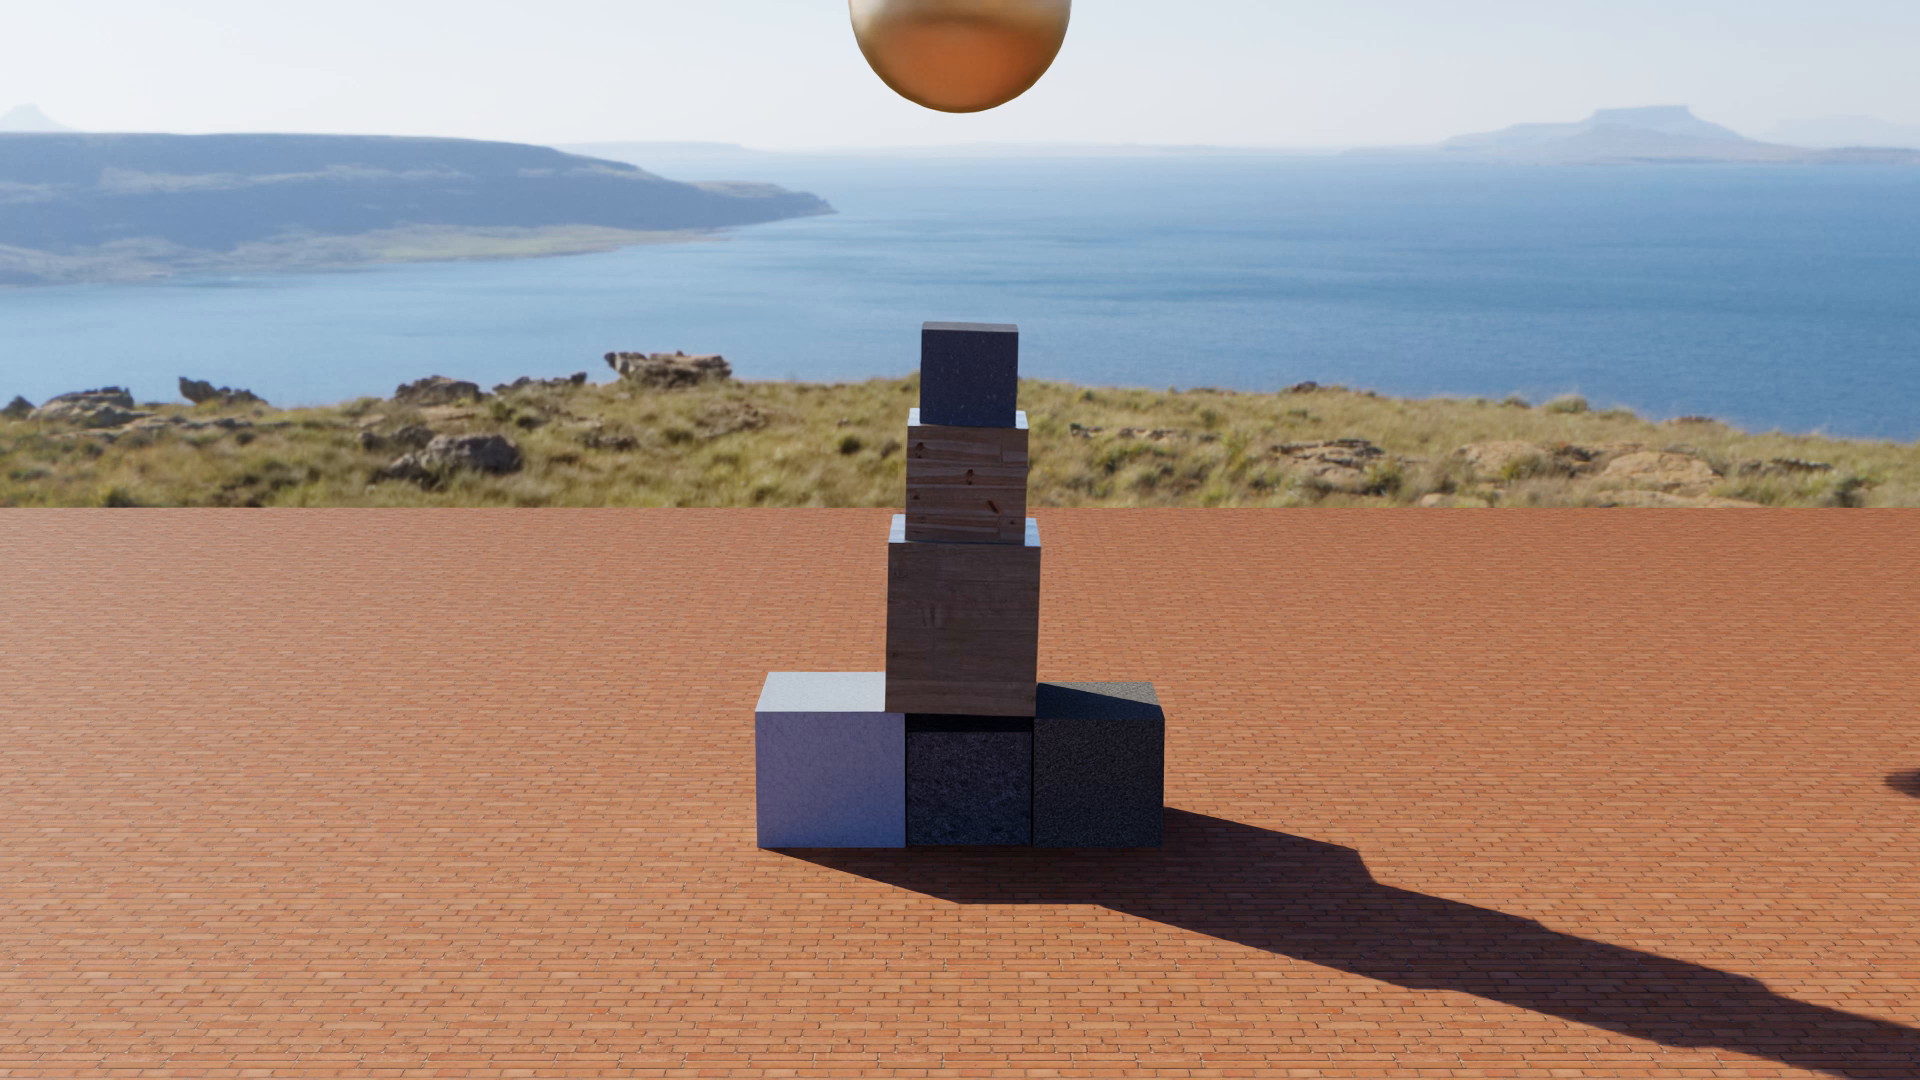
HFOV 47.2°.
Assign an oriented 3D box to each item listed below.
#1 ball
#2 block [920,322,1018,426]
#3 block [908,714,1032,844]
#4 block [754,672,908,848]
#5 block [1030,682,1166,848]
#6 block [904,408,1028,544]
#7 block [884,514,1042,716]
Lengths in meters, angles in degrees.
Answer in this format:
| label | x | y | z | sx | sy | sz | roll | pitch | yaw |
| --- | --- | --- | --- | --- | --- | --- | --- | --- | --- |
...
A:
| label | x | y | z | sx | sy | sz | roll | pitch | yaw |
| --- | --- | --- | --- | --- | --- | --- | --- | --- | --- |
| ball | 0.000 | -3.860 | 15.718 | 1.600 | 1.600 | 1.600 | 0 | 10 | 0 |
| block | 0.044 | -0.838 | 11.013 | 0.475 | 0.461 | 0.487 | 2 | 10 | 0 |
| block | 0.047 | 1.186 | 11.408 | 0.623 | 0.585 | 0.723 | 0 | 10 | 0 |
| block | -0.648 | 1.125 | 11.402 | 0.746 | 0.706 | 0.825 | 0 | 10 | 0 |
| block | 0.694 | 1.150 | 11.375 | 0.653 | 0.667 | 0.760 | 0 | 10 | 0 |
| block | 0.032 | -0.334 | 11.116 | 0.592 | 0.567 | 0.712 | 2 | 10 | 0 |
| block | 0.012 | 0.370 | 11.229 | 0.748 | 0.859 | 0.821 | 2 | 10 | 0 |
